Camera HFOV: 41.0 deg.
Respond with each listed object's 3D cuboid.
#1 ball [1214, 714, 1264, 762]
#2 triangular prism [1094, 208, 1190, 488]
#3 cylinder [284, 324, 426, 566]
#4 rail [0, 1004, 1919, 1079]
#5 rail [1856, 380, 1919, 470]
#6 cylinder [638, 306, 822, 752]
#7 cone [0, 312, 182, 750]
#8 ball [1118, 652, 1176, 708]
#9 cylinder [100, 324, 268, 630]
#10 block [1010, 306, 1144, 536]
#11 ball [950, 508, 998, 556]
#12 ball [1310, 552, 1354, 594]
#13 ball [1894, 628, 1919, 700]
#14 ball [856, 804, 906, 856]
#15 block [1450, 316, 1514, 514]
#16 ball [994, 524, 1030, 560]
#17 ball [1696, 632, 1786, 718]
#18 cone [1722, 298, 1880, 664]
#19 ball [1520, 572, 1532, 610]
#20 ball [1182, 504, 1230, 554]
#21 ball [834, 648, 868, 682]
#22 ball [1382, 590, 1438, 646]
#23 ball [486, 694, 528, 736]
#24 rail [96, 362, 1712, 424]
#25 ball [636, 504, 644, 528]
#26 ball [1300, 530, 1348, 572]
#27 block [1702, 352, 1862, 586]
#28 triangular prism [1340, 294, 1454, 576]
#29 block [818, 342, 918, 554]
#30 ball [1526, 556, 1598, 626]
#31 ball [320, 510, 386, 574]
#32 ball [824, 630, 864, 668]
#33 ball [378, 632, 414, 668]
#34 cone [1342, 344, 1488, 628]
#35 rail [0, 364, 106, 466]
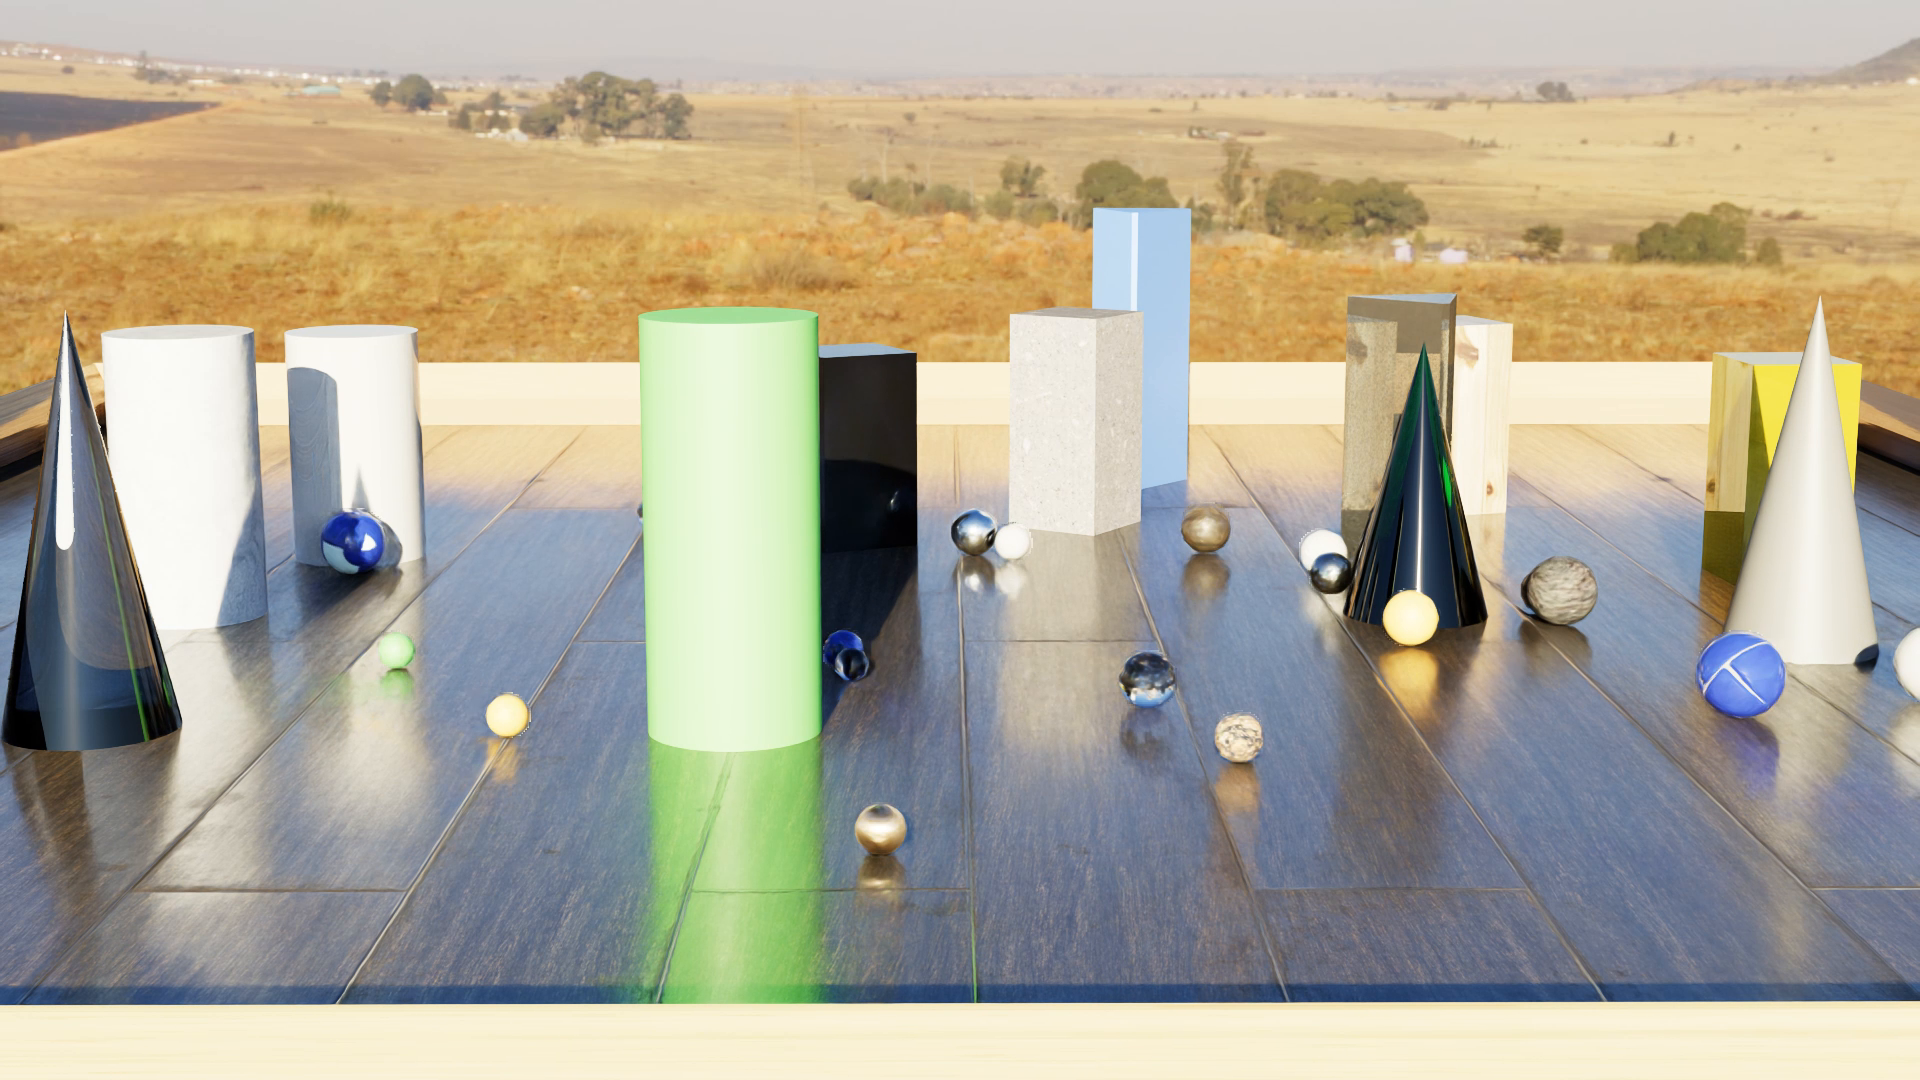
[{"bbox_3d":[0.294,0.209,2.707,0.052,0.052,0.052,0,11,0],"label":"ball"},{"bbox_3d":[0.292,-0.340,4.495,0.145,0.477,0.167,8,13,38],"label":"triangular prism"},{"bbox_3d":[-0.899,-0.143,3.821,0.193,0.336,0.193,0,11,0],"label":"cylinder"},{"bbox_3d":[0.010,0.359,1.692,3.495,0.125,0.045,0,11,0],"label":"rail"},{"bbox_3d":[1.724,0.030,3.459,0.045,0.125,3.621,0,11,0],"label":"rail"},{"bbox_3d":[-0.249,-0.016,2.803,0.193,0.459,0.193,0,11,0],"label":"cylinder"},{"bbox_3d":[-0.963,-0.020,2.805,0.193,0.466,0.193,0,11,0],"label":"cone"},{"bbox_3d":[0.214,0.160,2.934,0.065,0.065,0.065,0,11,0],"label":"ball"},{"bbox_3d":[-1.027,-0.087,3.404,0.193,0.379,0.193,0,11,0],"label":"cylinder"},{"bbox_3d":[0.185,-0.193,4.081,0.154,0.338,0.154,7,12,31],"label":"block"},{"bbox_3d":[0.021,-0.012,3.843,0.070,0.070,0.070,0,11,0],"label":"ball"},{"bbox_3d":[0.504,0.045,3.483,0.058,0.058,0.058,0,11,0],"label":"ball"},{"bbox_3d":[1.122,0.143,2.951,0.092,0.092,0.092,0,11,0],"label":"ball"},{"bbox_3d":[-0.074,0.270,2.390,0.048,0.048,0.048,0,11,0],"label":"ball"},{"bbox_3d":[0.799,-0.207,4.233,0.154,0.310,0.154,-3,11,-18],"label":"block"},{"bbox_3d":[0.078,0.004,3.806,0.053,0.053,0.053,0,11,0],"label":"ball"},{"bbox_3d":[0.879,0.152,2.888,0.097,0.097,0.097,0,11,0],"label":"ball"},{"bbox_3d":[1.061,-0.084,3.203,0.193,0.445,0.193,0,11,0],"label":"cone"},{"bbox_3d":[0.782,0.068,3.442,0.059,0.059,0.059,0,11,0],"label":"ball"},{"bbox_3d":[0.370,-0.017,3.862,0.074,0.074,0.074,0,11,0],"label":"ball"},{"bbox_3d":[-0.129,0.148,3.062,0.041,0.041,0.041,0,11,0],"label":"ball"},{"bbox_3d":[0.571,0.099,3.249,0.070,0.070,0.070,0,11,0],"label":"ball"},{"bbox_3d":[-0.496,0.193,2.809,0.046,0.046,0.046,0,11,0],"label":"ball"},{"bbox_3d":[-0.010,-0.294,5.206,3.495,0.125,0.045,0,11,0],"label":"rail"},{"bbox_3d":[-0.480,-0.039,4.031,0.056,0.056,0.056,0,11,0],"label":"ball"},{"bbox_3d":[0.522,0.020,3.681,0.067,0.067,0.067,0,11,0],"label":"ball"},{"bbox_3d":[1.167,-0.102,3.654,0.154,0.316,0.154,-1,11,-4],"label":"block"},{"bbox_3d":[0.659,-0.148,3.669,0.167,0.401,0.145,10,15,44],"label":"triangular prism"},{"bbox_3d":[-0.169,-0.144,3.938,0.154,0.296,0.154,-5,12,-27],"label":"block"},{"bbox_3d":[0.790,0.066,3.366,0.092,0.092,0.092,0,11,0],"label":"ball"},{"bbox_3d":[-0.876,0.003,3.703,0.093,0.093,0.093,0,11,0],"label":"ball"},{"bbox_3d":[-0.142,0.134,3.119,0.048,0.048,0.048,0,11,0],"label":"ball"},{"bbox_3d":[-0.687,0.135,3.127,0.043,0.043,0.043,0,11,0],"label":"ball"},{"bbox_3d":[0.611,-0.082,3.409,0.193,0.367,0.193,0,11,0],"label":"cone"},{"bbox_3d":[-1.724,0.034,3.439,0.045,0.125,3.621,0,11,0],"label":"rail"}]
